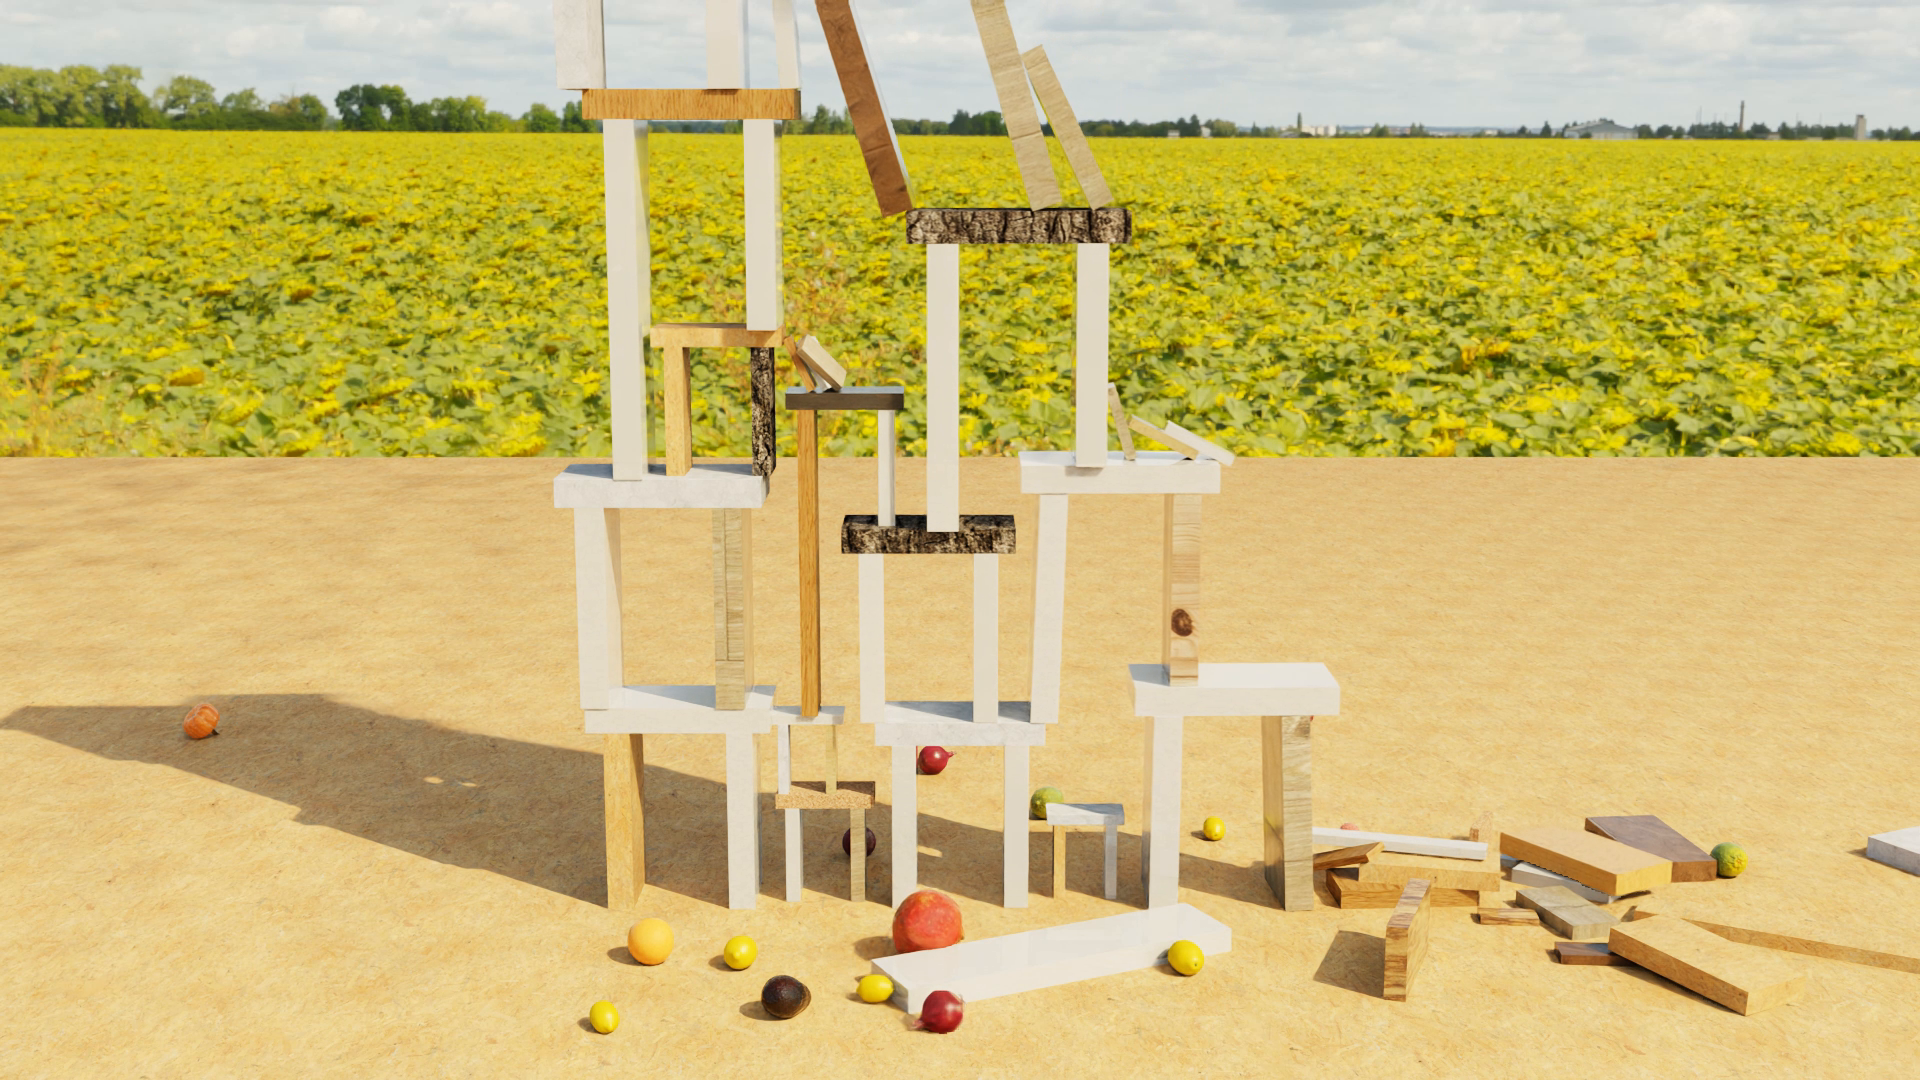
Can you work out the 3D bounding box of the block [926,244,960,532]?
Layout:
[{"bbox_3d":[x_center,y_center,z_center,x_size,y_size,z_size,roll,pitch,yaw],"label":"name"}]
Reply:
[{"bbox_3d":[-0.026,-0.250,3.511,0.049,0.450,0.174,0,11,0],"label":"block"}]

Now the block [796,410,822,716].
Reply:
[{"bbox_3d":[-0.245,0.032,3.571,0.027,0.501,0.094,0,11,0],"label":"block"}]

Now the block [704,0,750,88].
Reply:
[{"bbox_3d":[-0.361,-0.871,3.394,0.049,0.344,0.172,-1,11,0],"label":"block"}]

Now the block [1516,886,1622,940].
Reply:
[{"bbox_3d":[0.979,0.600,3.546,0.086,0.024,0.172,-3,11,-16],"label":"block"}]

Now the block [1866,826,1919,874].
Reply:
[{"bbox_3d":[1.706,0.552,3.772,0.128,0.036,0.257,-5,12,-27],"label":"block"}]

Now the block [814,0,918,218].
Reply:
[{"bbox_3d":[-0.145,-0.680,3.438,0.049,0.345,0.172,-17,10,4],"label":"block"}]

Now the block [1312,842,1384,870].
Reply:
[{"bbox_3d":[0.629,0.536,3.696,0.046,0.013,0.192,-29,4,-39],"label":"block"}]

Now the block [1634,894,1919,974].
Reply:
[{"bbox_3d":[1.321,0.621,3.435,0.506,0.024,0.086,6,12,30],"label":"block"}]

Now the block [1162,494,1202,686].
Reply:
[{"bbox_3d":[0.359,0.066,3.576,0.044,0.314,0.157,0,11,0],"label":"block"}]

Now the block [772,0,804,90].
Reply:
[{"bbox_3d":[-0.278,-0.907,3.392,0.029,0.415,0.103,-4,10,1],"label":"block"}]

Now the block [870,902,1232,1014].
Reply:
[{"bbox_3d":[0.144,0.632,3.343,0.553,0.037,0.131,-5,12,-26],"label":"block"}]

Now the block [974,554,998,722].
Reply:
[{"bbox_3d":[0.042,0.146,3.586,0.039,0.277,0.139,0,11,1],"label":"block"}]

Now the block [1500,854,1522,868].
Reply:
[{"bbox_3d":[0.978,0.553,3.835,0.046,0.013,0.092,8,13,37],"label":"block"}]

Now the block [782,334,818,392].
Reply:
[{"bbox_3d":[-0.255,-0.282,3.502,0.013,0.092,0.046,-25,10,4],"label":"block"}]

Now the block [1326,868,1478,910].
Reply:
[{"bbox_3d":[0.732,0.576,3.654,0.226,0.032,0.113,-1,11,-3],"label":"block"}]

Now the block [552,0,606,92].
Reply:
[{"bbox_3d":[-0.591,-0.870,3.394,0.049,0.344,0.172,-1,11,0],"label":"block"}]

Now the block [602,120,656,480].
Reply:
[{"bbox_3d":[-0.522,-0.383,3.486,0.046,0.556,0.161,0,11,0],"label":"block"}]

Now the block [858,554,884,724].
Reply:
[{"bbox_3d":[-0.144,0.146,3.585,0.039,0.277,0.139,-1,11,-3],"label":"block"}]

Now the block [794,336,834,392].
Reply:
[{"bbox_3d":[-0.225,-0.281,3.510,0.013,0.092,0.046,-33,-6,28],"label":"block"}]

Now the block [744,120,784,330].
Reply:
[{"bbox_3d":[-0.308,-0.499,3.465,0.046,0.322,0.161,0,10,0],"label":"block"}]

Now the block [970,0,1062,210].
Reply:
[{"bbox_3d":[0.086,-0.691,3.439,0.049,0.345,0.172,-17,10,4],"label":"block"}]

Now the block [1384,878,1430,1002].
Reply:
[{"bbox_3d":[0.674,0.599,3.310,0.032,0.113,0.226,4,11,20],"label":"block"}]

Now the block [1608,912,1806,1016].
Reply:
[{"bbox_3d":[1.115,0.632,3.292,0.128,0.036,0.256,-6,16,-32],"label":"block"}]

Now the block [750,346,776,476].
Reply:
[{"bbox_3d":[-0.315,-0.212,3.524,0.029,0.205,0.103,0,11,0],"label":"block"}]

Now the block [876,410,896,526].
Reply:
[{"bbox_3d":[-0.119,-0.123,3.544,0.027,0.187,0.094,0,11,-3],"label":"block"}]

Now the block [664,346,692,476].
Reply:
[{"bbox_3d":[-0.451,-0.212,3.524,0.029,0.205,0.103,0,11,0],"label":"block"}]

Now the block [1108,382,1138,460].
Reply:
[{"bbox_3d":[0.257,-0.191,3.530,0.017,0.120,0.060,-17,10,3],"label":"block"}]

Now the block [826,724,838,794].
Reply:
[{"bbox_3d":[-0.211,0.353,3.622,0.017,0.117,0.059,0,11,0],"label":"block"}]

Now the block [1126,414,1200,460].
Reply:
[{"bbox_3d":[0.325,-0.166,3.536,0.120,0.017,0.060,26,10,-5],"label":"block"}]

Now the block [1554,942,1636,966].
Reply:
[{"bbox_3d":[0.976,0.636,3.378,0.113,0.016,0.056,1,11,4],"label":"block"}]

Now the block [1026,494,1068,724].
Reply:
[{"bbox_3d":[0.141,0.096,3.584,0.044,0.375,0.157,2,11,-1],"label":"block"}]

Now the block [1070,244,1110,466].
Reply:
[{"bbox_3d":[0.206,-0.301,3.501,0.049,0.347,0.174,0,11,0],"label":"block"}]

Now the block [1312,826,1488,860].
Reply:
[{"bbox_3d":[0.723,0.509,3.699,0.318,0.016,0.056,3,6,17],"label":"block"}]

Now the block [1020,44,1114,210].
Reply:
[{"bbox_3d":[0.166,-0.644,3.441,0.037,0.261,0.131,-25,9,5],"label":"block"}]
